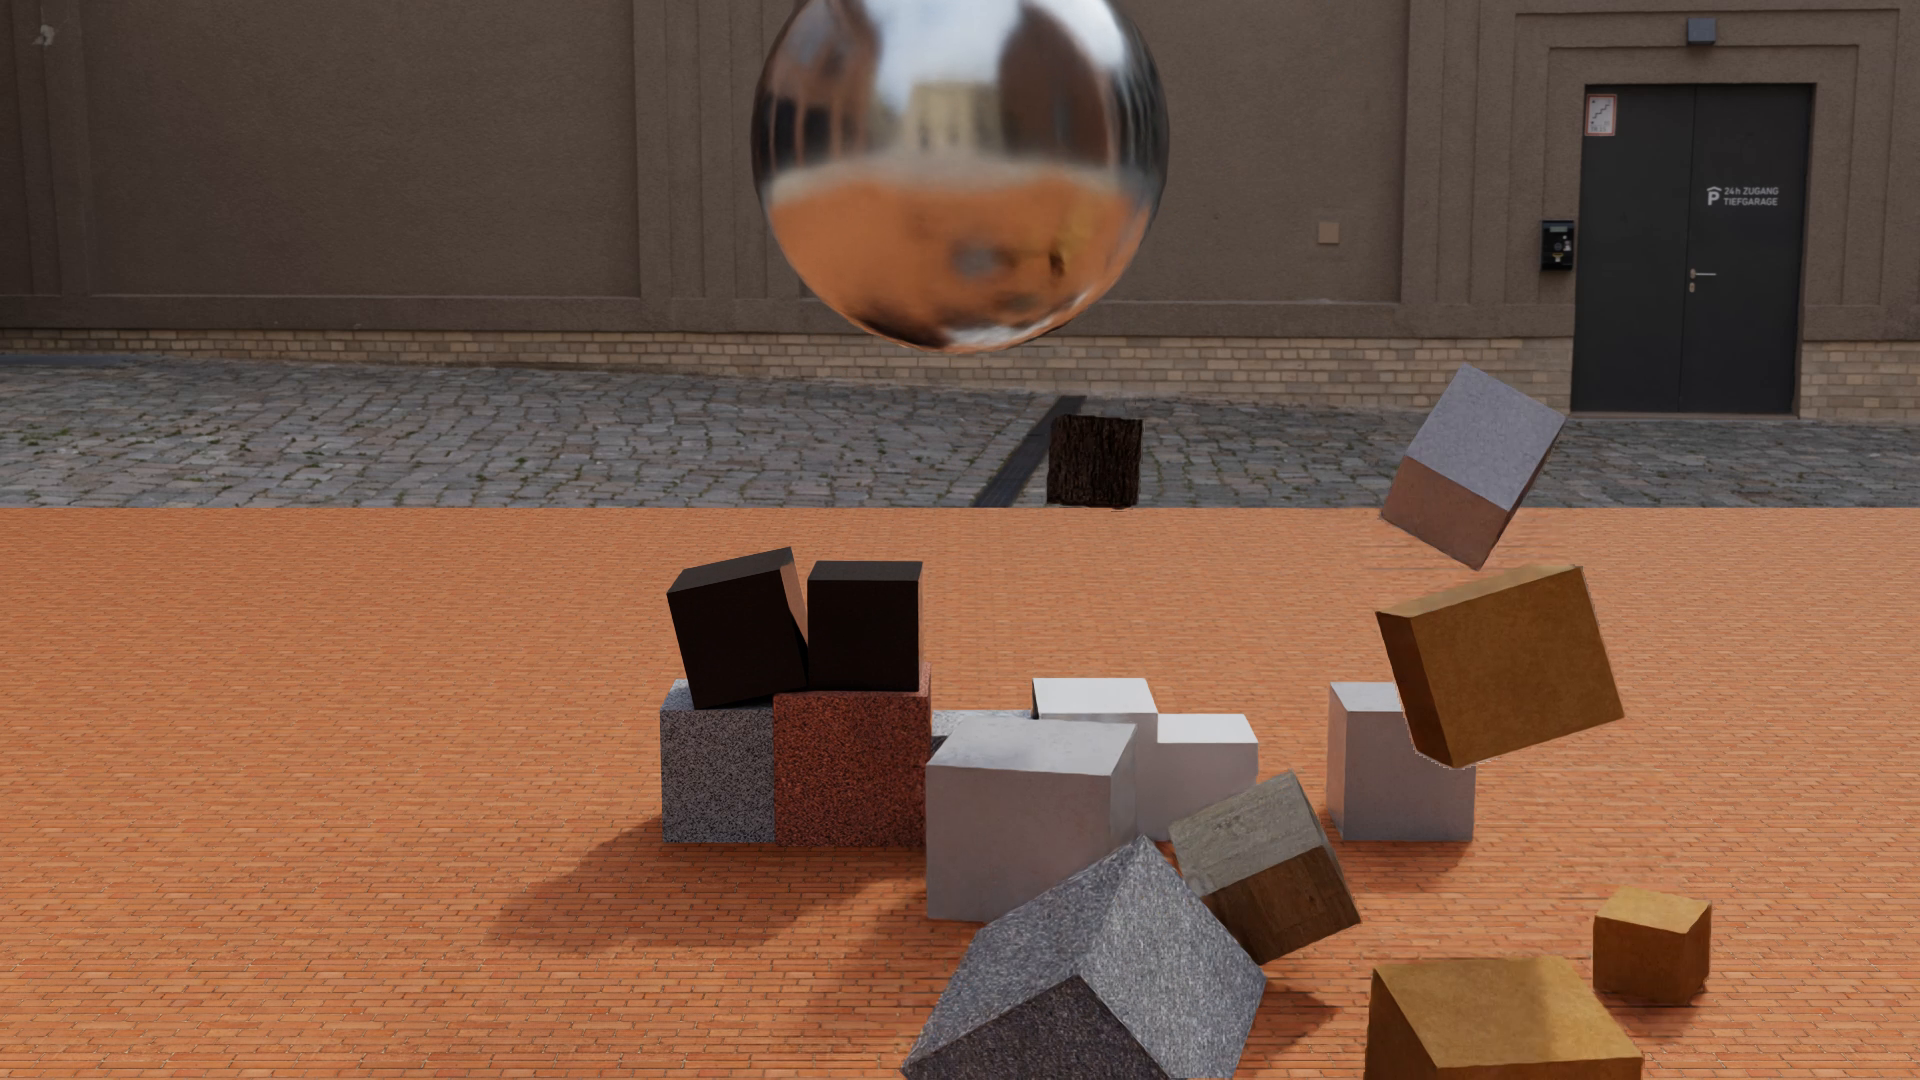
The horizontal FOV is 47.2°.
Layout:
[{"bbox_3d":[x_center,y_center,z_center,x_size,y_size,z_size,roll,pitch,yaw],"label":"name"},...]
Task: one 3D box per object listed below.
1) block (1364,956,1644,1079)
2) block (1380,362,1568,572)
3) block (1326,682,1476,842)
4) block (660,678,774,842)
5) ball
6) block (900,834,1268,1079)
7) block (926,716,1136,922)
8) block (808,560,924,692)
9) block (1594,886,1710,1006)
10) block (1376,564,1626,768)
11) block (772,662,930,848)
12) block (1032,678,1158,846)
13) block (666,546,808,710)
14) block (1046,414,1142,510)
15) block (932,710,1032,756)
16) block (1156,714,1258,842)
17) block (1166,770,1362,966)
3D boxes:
[{"bbox_3d":[1.757,1.849,7.245,0.668,0.687,0.645,-1,18,-7],"label":"block"},{"bbox_3d":[2.221,-0.312,9.552,0.494,0.544,0.575,31,-23,14],"label":"block"},{"bbox_3d":[2.279,1.141,11.397,0.658,0.678,0.600,0,10,1],"label":"block"},{"bbox_3d":[-1.218,1.135,11.392,0.572,0.691,0.651,0,10,0],"label":"block"},{"bbox_3d":[0.000,-1.509,8.383,1.600,1.600,1.600,0,10,0],"label":"ball"},{"bbox_3d":[0.425,1.604,7.304,0.807,0.664,0.781,-36,9,32],"label":"block"},{"bbox_3d":[0.348,1.310,10.329,0.839,0.727,0.887,2,11,12],"label":"block"},{"bbox_3d":[-0.476,0.434,11.243,0.555,0.568,0.513,0,10,2],"label":"block"},{"bbox_3d":[2.901,1.697,9.221,0.379,0.327,0.336,7,19,35],"label":"block"},{"bbox_3d":[1.931,0.442,7.938,0.616,0.545,0.659,-17,0,0],"label":"block"},{"bbox_3d":[-0.543,1.095,11.370,0.770,0.778,0.752,0,10,0],"label":"block"},{"bbox_3d":[0.687,1.137,11.378,0.595,0.693,0.723,0,10,0],"label":"block"},{"bbox_3d":[-1.107,0.442,11.263,0.580,0.608,0.626,-12,10,3],"label":"block"},{"bbox_3d":[0.663,-0.386,10.932,0.395,0.416,0.378,4,-3,-6],"label":"block"},{"bbox_3d":[0.117,1.210,11.383,0.518,0.548,0.517,0,10,0],"label":"block"},{"bbox_3d":[1.246,1.224,11.395,0.513,0.515,0.566,0,10,0],"label":"block"},{"bbox_3d":[1.289,1.414,9.351,0.590,0.496,0.491,-25,33,8],"label":"block"}]
